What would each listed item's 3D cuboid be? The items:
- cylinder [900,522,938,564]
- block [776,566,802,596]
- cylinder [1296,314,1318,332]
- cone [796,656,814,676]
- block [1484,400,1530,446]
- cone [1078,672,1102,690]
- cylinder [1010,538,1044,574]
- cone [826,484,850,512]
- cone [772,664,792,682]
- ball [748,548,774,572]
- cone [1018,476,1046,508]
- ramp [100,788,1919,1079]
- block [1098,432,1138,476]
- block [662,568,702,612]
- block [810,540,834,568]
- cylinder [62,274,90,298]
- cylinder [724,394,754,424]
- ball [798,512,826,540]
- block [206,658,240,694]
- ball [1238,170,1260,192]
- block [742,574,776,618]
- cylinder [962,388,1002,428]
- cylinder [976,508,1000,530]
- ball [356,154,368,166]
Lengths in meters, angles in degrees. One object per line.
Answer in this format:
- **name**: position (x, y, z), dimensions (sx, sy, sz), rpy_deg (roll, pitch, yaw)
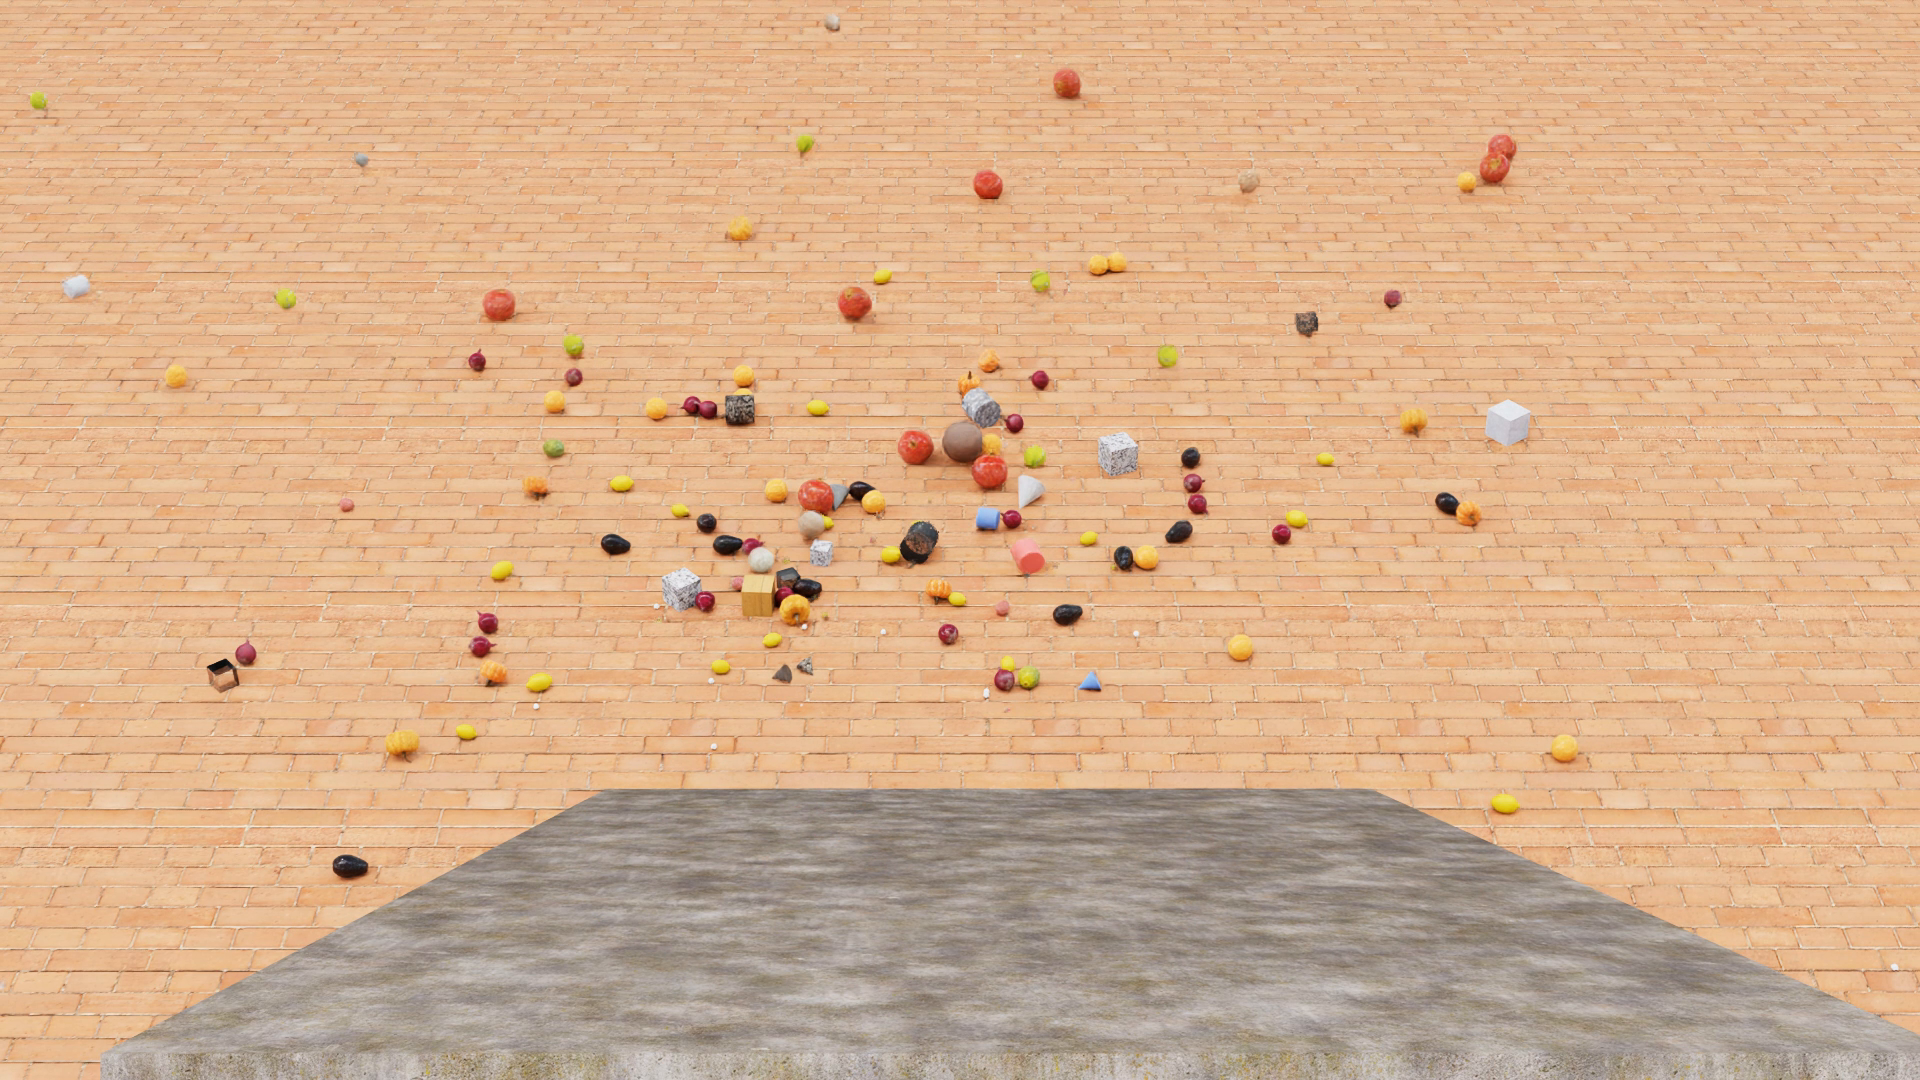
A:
- **cylinder**: position (-0.123, 0.007, 7.809), dimensions (0.093, 0.093, 0.093), rpy_deg (10, 35, 14)
- **block**: position (-0.506, 0.123, 7.672), dimensions (0.055, 0.055, 0.055), rpy_deg (-16, 37, -23)
- **cylinder**: position (1.198, -0.748, 8.960), dimensions (0.063, 0.063, 0.063), rpy_deg (-4, 34, -6)
- **cone**: position (-0.428, 0.366, 7.339), dimensions (0.050, 0.050, 0.050), rpy_deg (-26, 68, -33)
- **block**: position (1.768, -0.378, 8.379), dimensions (0.096, 0.096, 0.096), rpy_deg (-24, 40, -31)
- **cone**: position (0.356, 0.405, 7.278), dimensions (0.060, 0.060, 0.060), rpy_deg (-27, 35, 7)
- **cylinder**: position (0.201, 0.048, 7.761), dimensions (0.078, 0.078, 0.078), rpy_deg (-10, 35, -14)
- **cone**: position (-0.385, -0.121, 8.052), dimensions (0.079, 0.079, 0.079), rpy_deg (3, 61, 5)
- **cone**: position (-0.510, 0.382, 7.314), dimensions (0.054, 0.054, 0.054), rpy_deg (-18, 28, 23)
- **ball**: position (-0.594, 0.060, 7.746), dimensions (0.076, 0.076, 0.076), rpy_deg (0, 34, 0)
- **cone**: position (0.204, -0.133, 8.062), dimensions (0.097, 0.097, 0.097), rpy_deg (17, 64, 23)
- **ramp**: position (0.075, 0.651, 4.789), dimensions (2.000, 0.100, 4.000), rpy_deg (0, -1, 0)
- **block**: position (0.501, -0.272, 8.226), dimensions (0.093, 0.093, 0.093), rpy_deg (-13, 36, -19)
- **block**: position (-0.815, 0.146, 7.613), dimensions (0.083, 0.083, 0.083), rpy_deg (-26, 42, -33)
- **block**: position (-0.416, 0.040, 7.795), dimensions (0.055, 0.055, 0.055), rpy_deg (9, 35, 13)
- **cylinder**: position (-3.124, -0.895, 9.175), dimensions (0.066, 0.066, 0.066), rpy_deg (26, 42, 34)
- **cylinder**: position (-0.717, -0.427, 8.456), dimensions (0.092, 0.092, 0.092), rpy_deg (-2, 34, -2)
- **ball**: position (-0.452, -0.044, 7.895), dimensions (0.083, 0.083, 0.083), rpy_deg (0, 34, 0)
- **block**: position (-2.068, 0.381, 7.283), dimensions (0.061, 0.061, 0.061), rpy_deg (-26, 42, -33)
- **ball**: position (1.098, -1.362, 9.859), dimensions (0.079, 0.079, 0.079), rpy_deg (0, 34, 0)
- **block**: position (-0.588, 0.163, 7.583), dimensions (0.087, 0.087, 0.087), rpy_deg (2, 34, 3)
- **cylinder**: position (0.071, -0.431, 8.459), dimensions (0.096, 0.096, 0.096), rpy_deg (-15, 37, -21)
- **cylinder**: position (0.086, -0.065, 7.946), dimensions (0.060, 0.060, 0.060), rpy_deg (8, 35, 12)
- **ball**: position (-2.316, -1.472, 10.046), dimensions (0.051, 0.051, 0.051), rpy_deg (0, 34, 0)
